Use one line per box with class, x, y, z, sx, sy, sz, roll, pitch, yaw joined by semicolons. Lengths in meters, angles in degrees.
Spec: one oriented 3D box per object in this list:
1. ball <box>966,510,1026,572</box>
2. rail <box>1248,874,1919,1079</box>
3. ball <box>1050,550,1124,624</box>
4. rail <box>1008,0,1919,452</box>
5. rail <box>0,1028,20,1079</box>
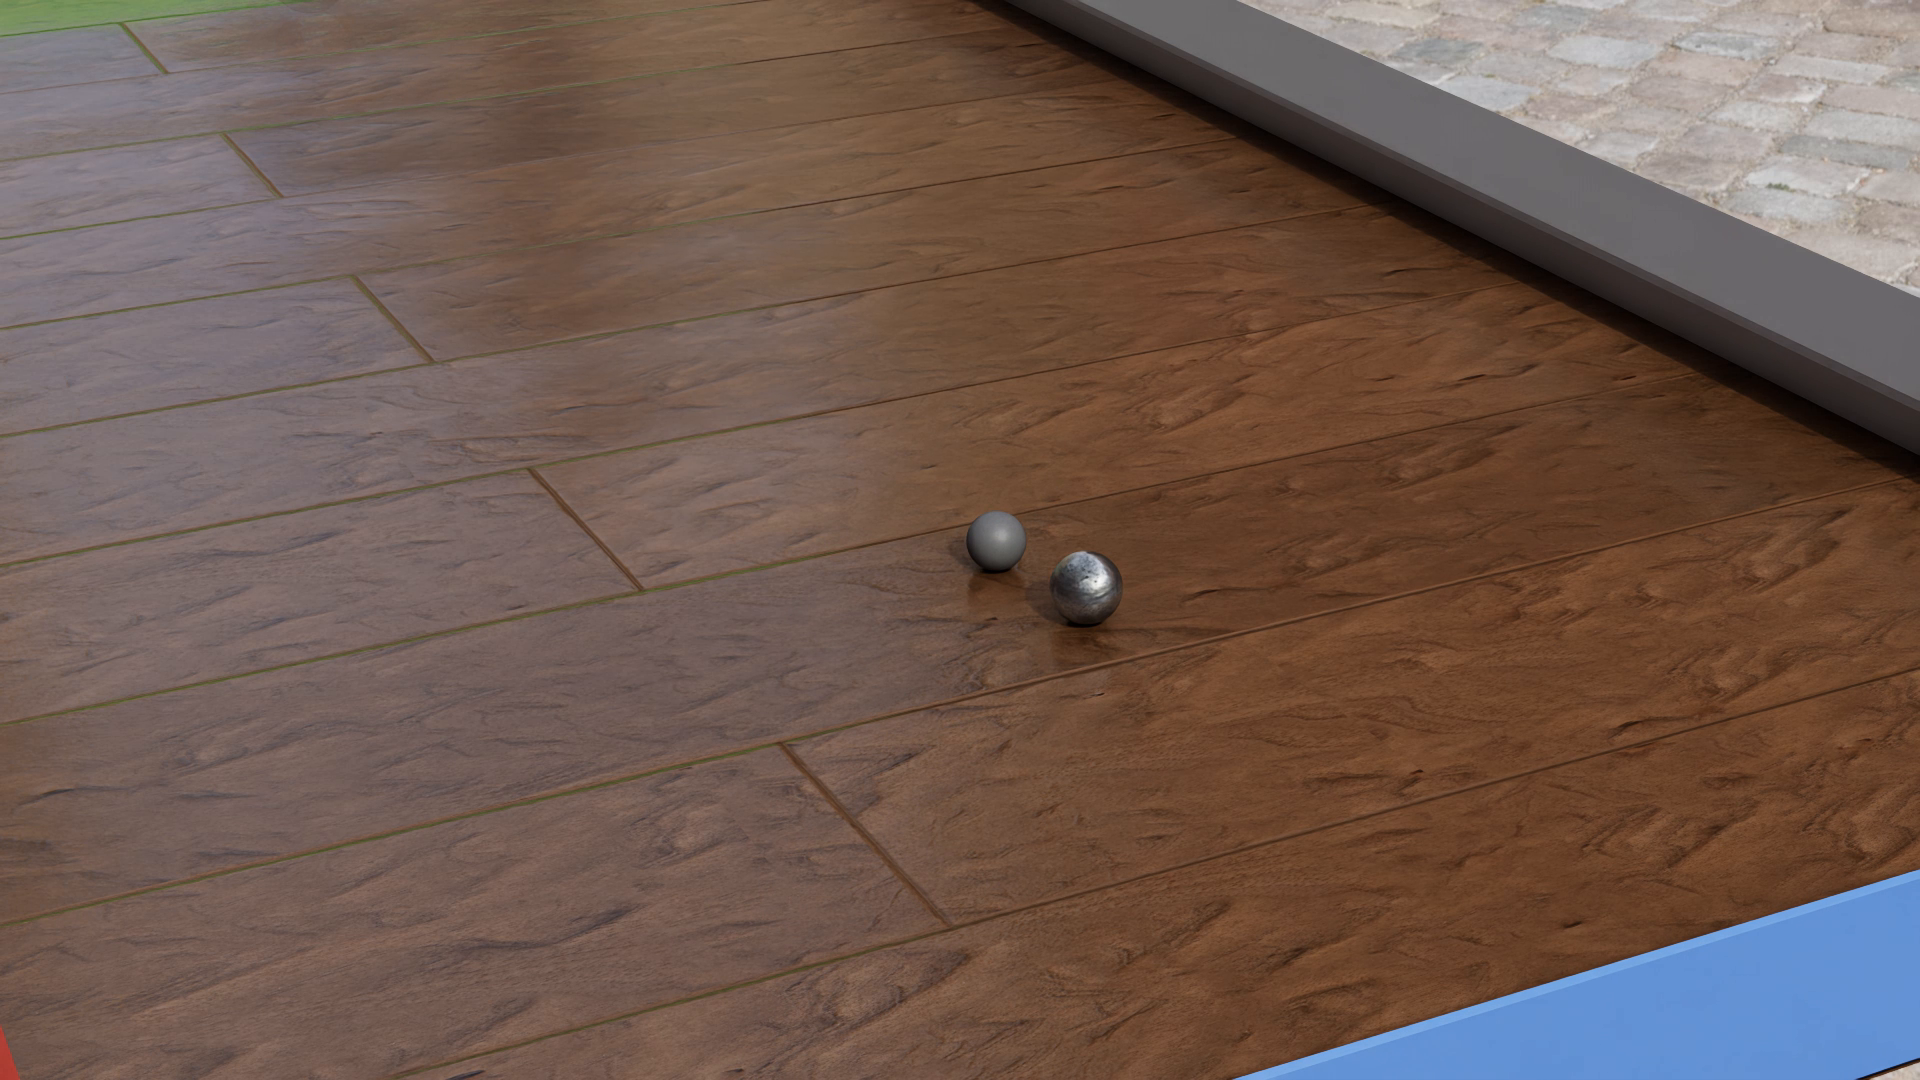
ball;0.027;0.001;2.141;0.044;0.044;0.044;0;25;0
rail;0.336;0.252;1.503;1.568;0.123;0.045;-12;27;-24
ball;0.088;0.033;2.061;0.052;0.052;0.052;0;25;0
rail;0.334;-0.467;3.051;0.045;0.123;3.104;-12;27;-24
rail;-1.027;-0.181;2.435;0.045;0.123;3.104;-12;27;-24
